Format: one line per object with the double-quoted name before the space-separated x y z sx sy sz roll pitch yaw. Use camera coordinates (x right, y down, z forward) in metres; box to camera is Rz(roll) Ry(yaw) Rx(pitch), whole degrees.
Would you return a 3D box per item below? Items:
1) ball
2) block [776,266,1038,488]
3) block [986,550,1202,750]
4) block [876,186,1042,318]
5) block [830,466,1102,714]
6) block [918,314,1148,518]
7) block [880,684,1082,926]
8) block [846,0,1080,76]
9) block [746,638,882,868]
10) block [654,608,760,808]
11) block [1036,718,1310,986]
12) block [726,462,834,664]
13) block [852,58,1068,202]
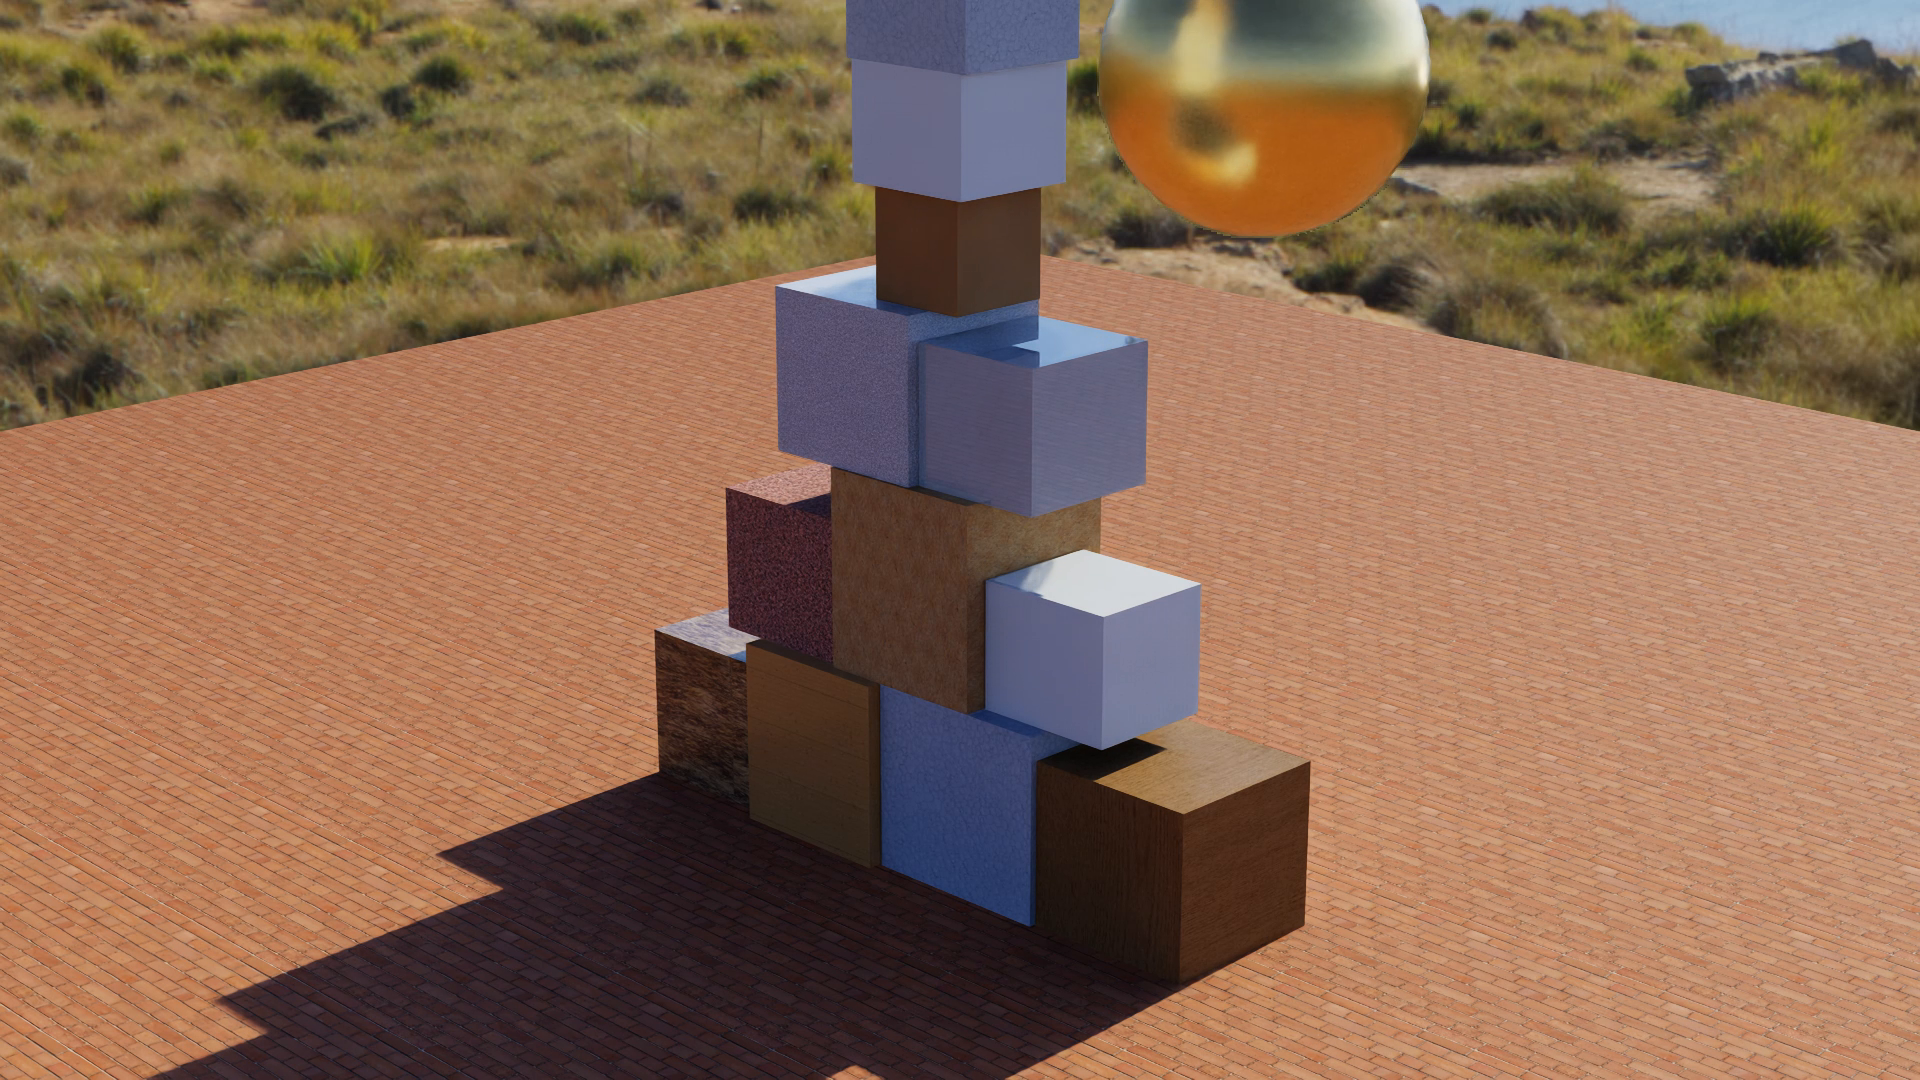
"ball" 1.467 -2.265 14.167 1.600 1.600 1.600 0 17 0
"block" -0.240 -0.777 13.362 0.825 0.774 0.861 -17 24 -42
"block" 0.581 0.470 12.876 0.631 0.601 0.698 -17 24 -42
"block" -0.008 -1.318 12.919 0.520 0.522 0.508 -17 24 -42
"block" 0.028 0.130 13.364 0.862 0.958 0.867 -17 24 -42
"block" 0.320 -0.555 12.857 0.731 0.653 0.685 -17 24 -42
"block" 0.279 1.087 13.401 0.870 0.891 0.949 -17 24 -42
"block" 0.011 -2.475 12.576 0.696 0.812 0.727 -17 24 -42
"block" -0.373 0.899 13.998 0.960 0.891 0.840 -17 24 -42
"block" -0.951 0.794 14.564 0.804 0.752 0.764 -17 24 -42
"block" 0.927 1.329 12.816 0.841 0.780 0.838 -17 24 -42
"block" -0.568 0.083 13.947 0.762 0.697 0.762 -17 24 -42
"block" -0.004 -1.826 12.764 0.649 0.540 0.670 -17 24 -42
